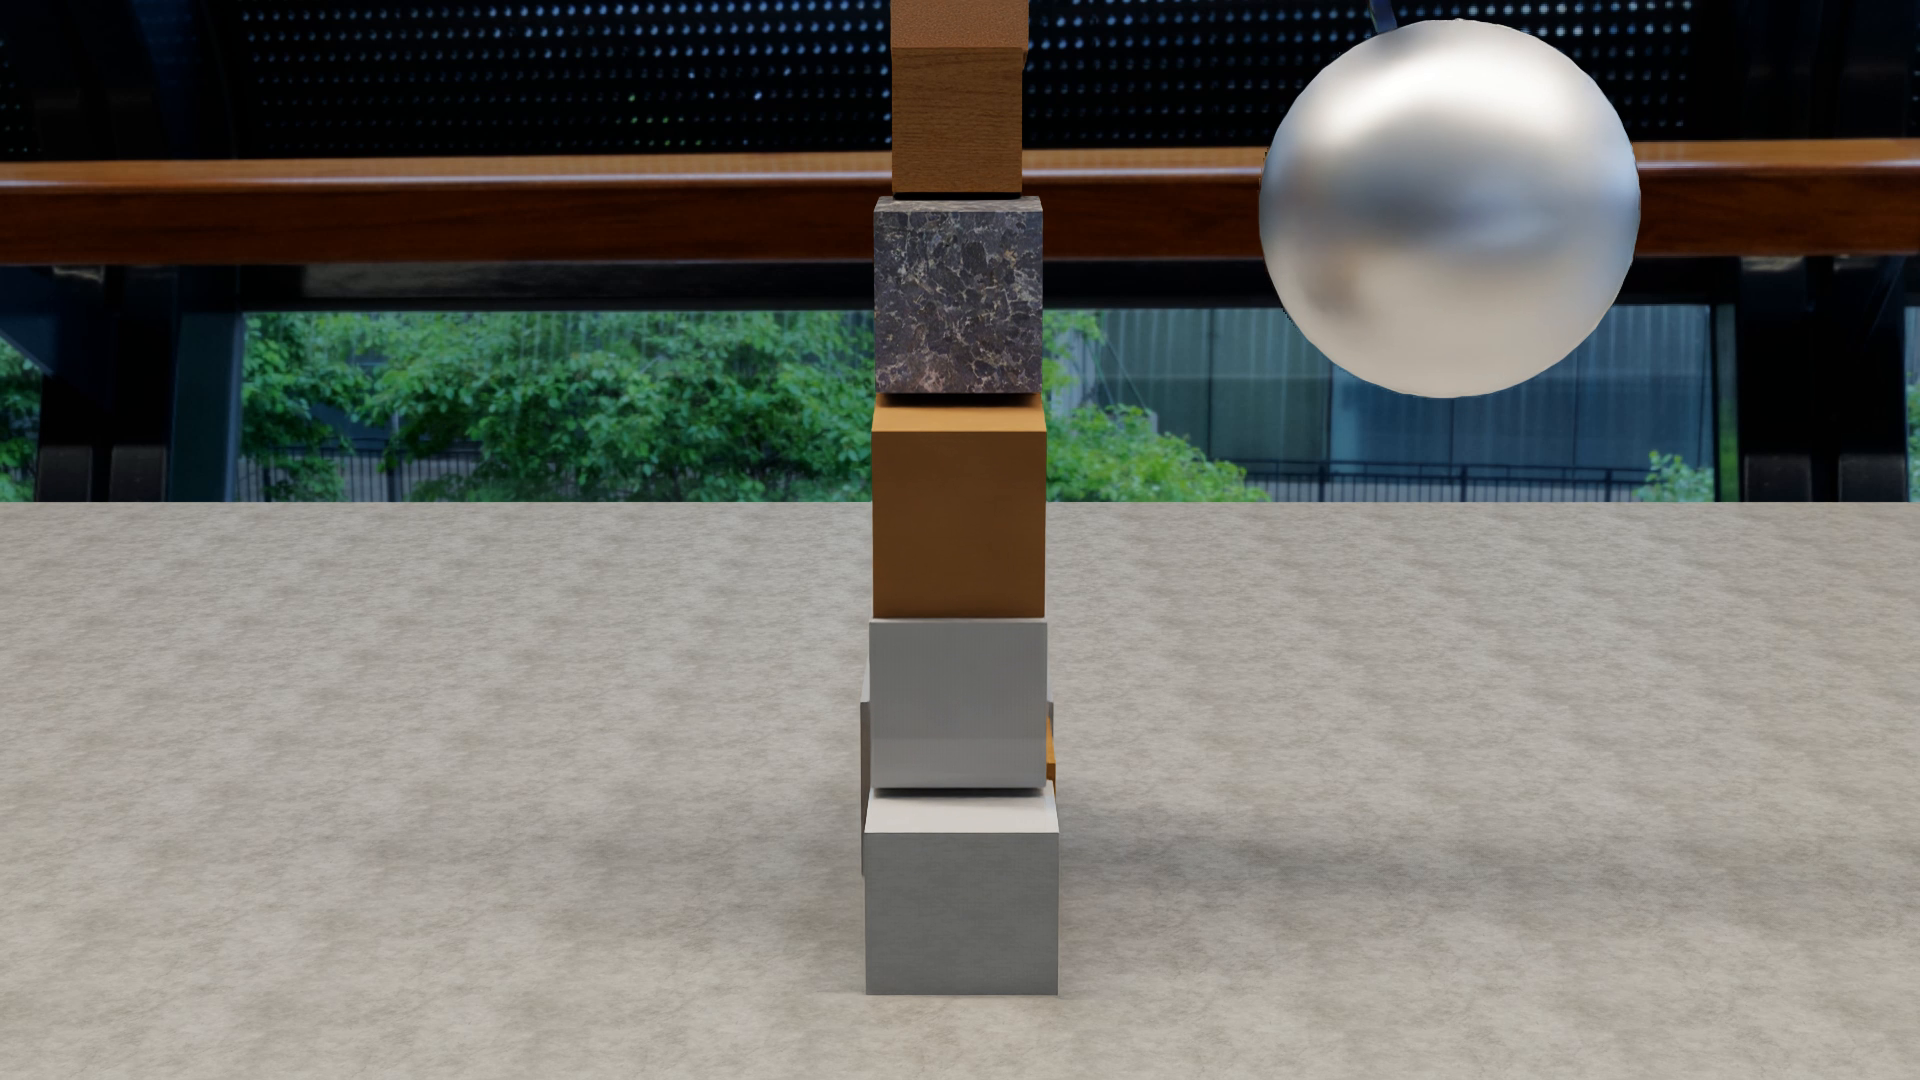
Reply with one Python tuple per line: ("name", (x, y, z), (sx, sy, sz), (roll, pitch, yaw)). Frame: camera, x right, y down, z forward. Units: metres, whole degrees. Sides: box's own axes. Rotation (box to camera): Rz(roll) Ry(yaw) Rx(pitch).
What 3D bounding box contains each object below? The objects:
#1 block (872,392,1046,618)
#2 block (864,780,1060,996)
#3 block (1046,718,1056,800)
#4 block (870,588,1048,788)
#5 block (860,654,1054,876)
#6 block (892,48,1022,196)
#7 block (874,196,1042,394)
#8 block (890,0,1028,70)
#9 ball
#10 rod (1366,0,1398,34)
("block", (-0.005, -0.157, 10.352), (0.676, 0.757, 0.721), (0, 16, 0))
("block", (0.007, 1.370, 10.208), (0.742, 0.652, 0.737), (0, 10, 0))
("block", (0.019, 1.202, 10.941), (0.746, 0.721, 0.746), (0, 10, 0))
("block", (-0.007, 0.555, 10.501), (0.701, 0.694, 0.723), (0, 16, 0))
("block", (-0.013, 1.016, 11.770), (0.847, 0.791, 0.932), (0, 10, 0))
("block", (-0.012, -1.743, 10.862), (0.534, 0.591, 0.647), (0, 3, 0))
("block", (-0.004, -1.014, 10.507), (0.667, 0.724, 0.667), (0, 13, 0))
("block", (-0.002, -2.369, 10.901), (0.570, 0.656, 0.610), (0, 3, 0))
("ball", (2.074, -1.404, 10.925), (1.600, 1.600, 1.600), (0, 10, 0))
("rod", (0.899, -4.543, 10.354), (0.080, 5.200, 0.080), (-20, 10, 4))
